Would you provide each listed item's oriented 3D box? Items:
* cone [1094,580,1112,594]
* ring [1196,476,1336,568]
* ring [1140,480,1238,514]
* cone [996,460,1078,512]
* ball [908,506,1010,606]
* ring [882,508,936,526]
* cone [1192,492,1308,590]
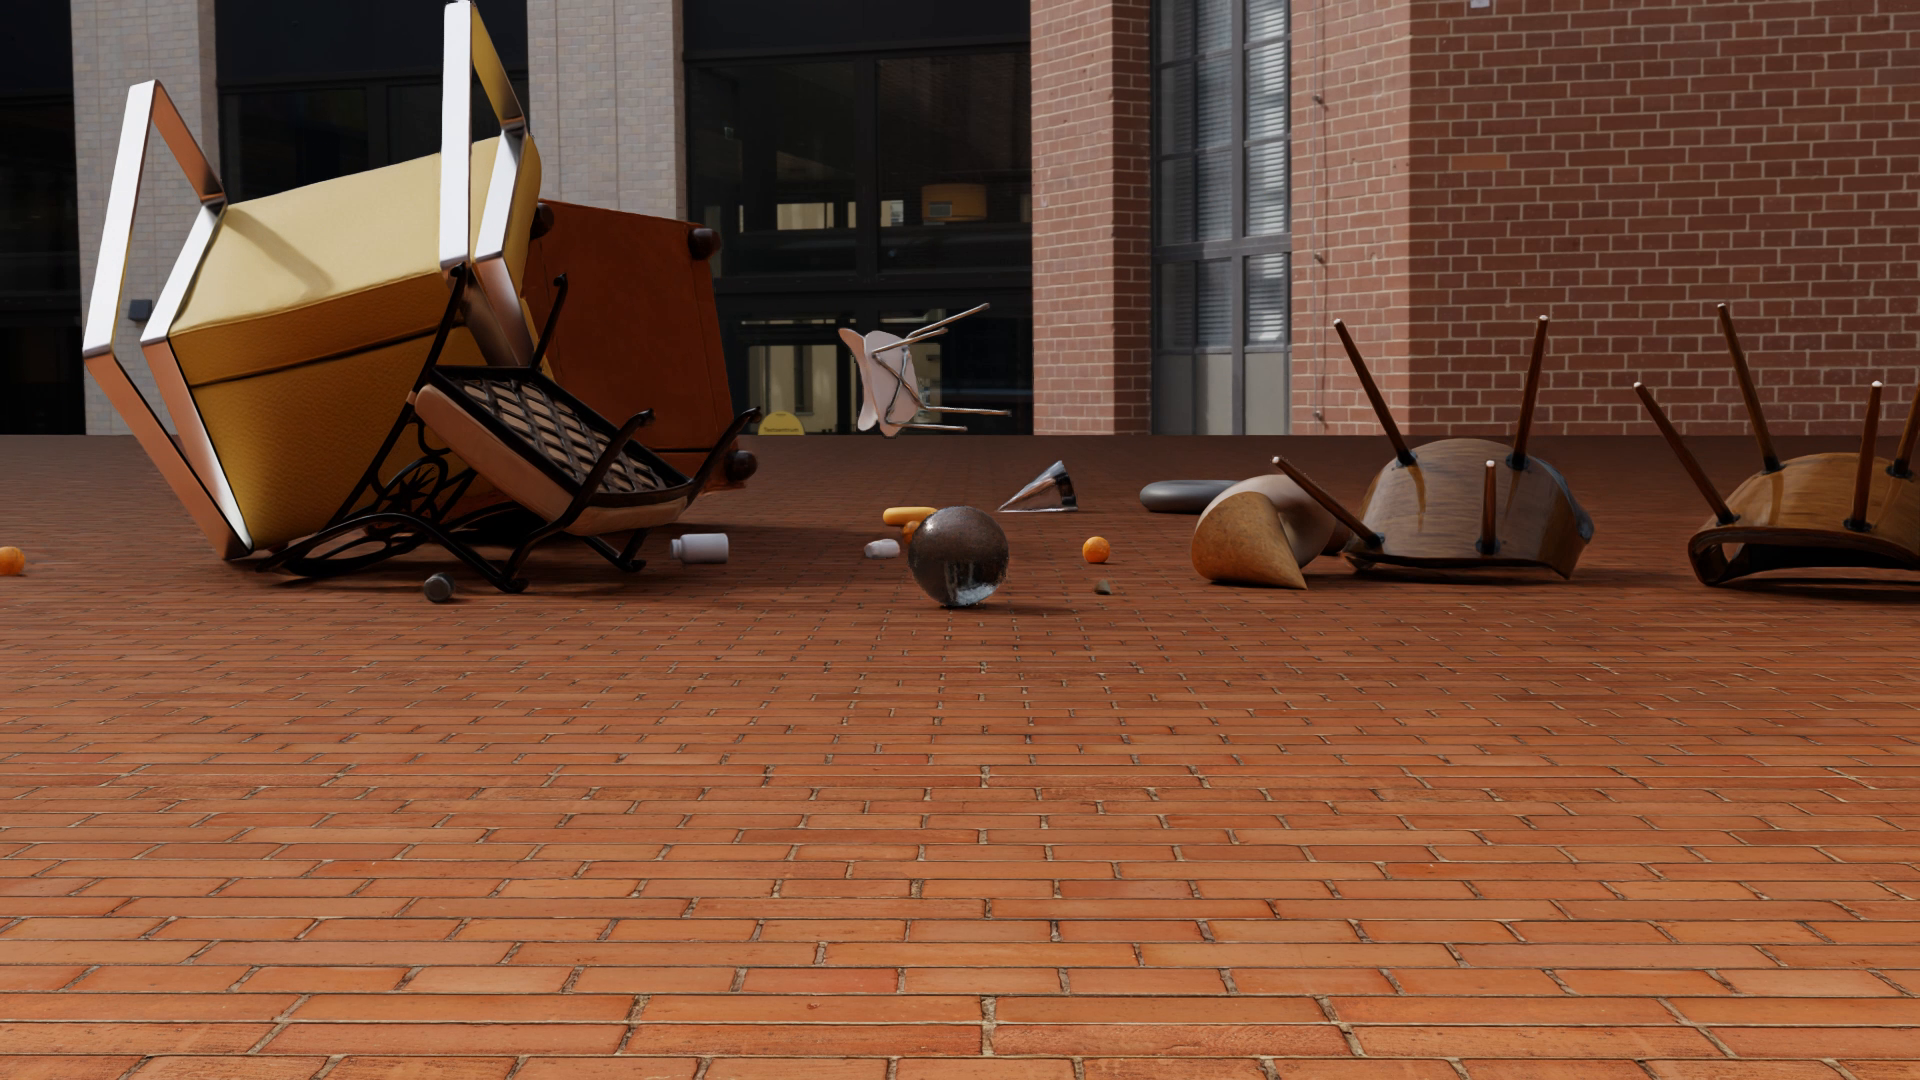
[{"bbox_3d":[0.321,0.110,4.819,0.032,0.037,0.054,37,19,27],"label":"cone"},{"bbox_3d":[0.732,-0.029,5.269,0.364,0.245,0.164,-17,22,-23],"label":"ring"},{"bbox_3d":[0.890,-0.159,8.081,0.452,0.108,0.483,-3,5,-26],"label":"ring"},{"bbox_3d":[0.259,-0.151,8.049,0.286,0.199,0.235,-20,-9,-5],"label":"cone"},{"bbox_3d":[-0.002,0.033,4.542,0.209,0.209,0.209,0,4,0],"label":"ball"},{"bbox_3d":[-0.161,-0.076,7.234,0.192,0.060,0.147,0,3,20],"label":"ring"},{"bbox_3d":[0.708,0.052,5.005,0.256,0.234,0.263,3,26,-38],"label":"cone"}]
